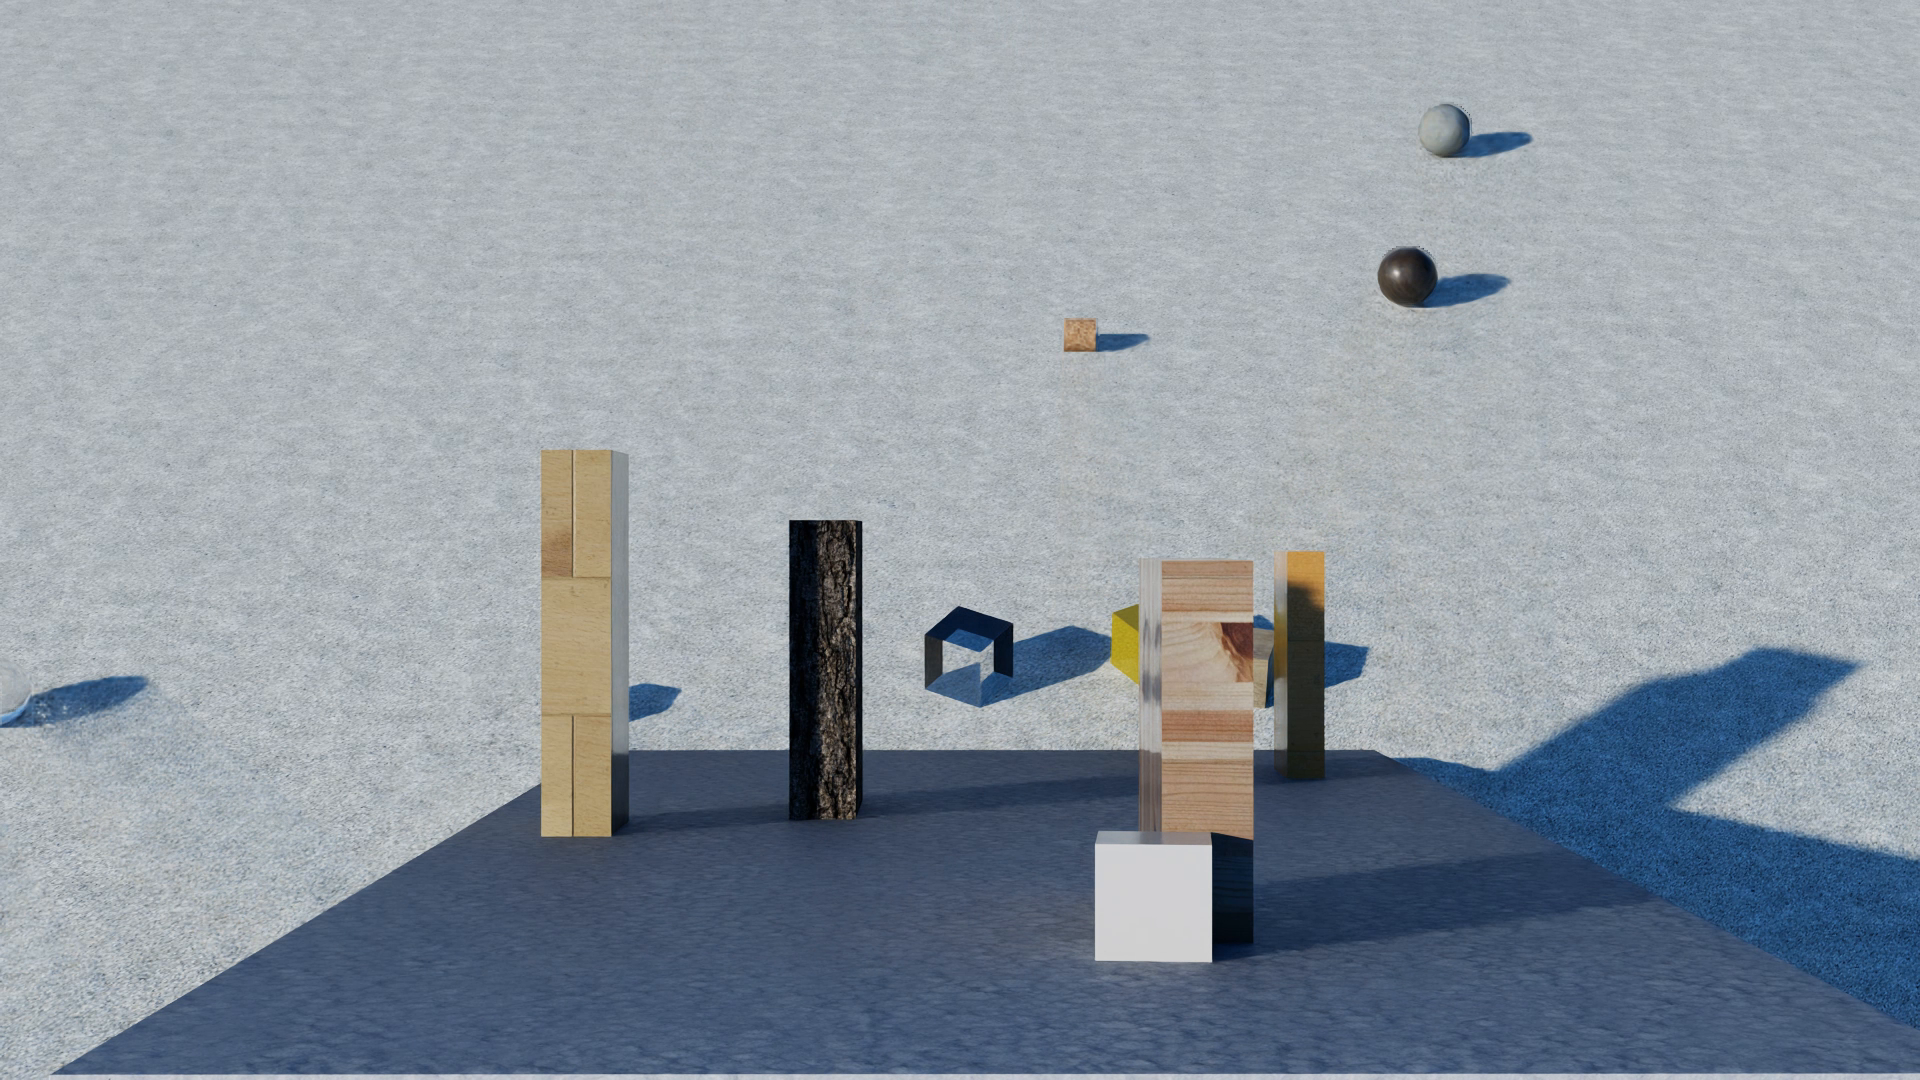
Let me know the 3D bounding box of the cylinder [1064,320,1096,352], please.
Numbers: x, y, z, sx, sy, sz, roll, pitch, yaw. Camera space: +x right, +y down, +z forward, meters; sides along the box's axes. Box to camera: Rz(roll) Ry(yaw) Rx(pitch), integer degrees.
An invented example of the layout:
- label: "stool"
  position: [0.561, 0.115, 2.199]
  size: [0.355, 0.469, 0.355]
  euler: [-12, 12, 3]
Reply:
- label: "cylinder"
  position: [0.413, -0.704, 8.897]
  size: [0.108, 0.108, 0.108]
  euler: [1, 30, 2]

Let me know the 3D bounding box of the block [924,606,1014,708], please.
- label: "block"
  position: [0.025, 0.317, 7.037]
  size: [0.176, 0.176, 0.176]
  euler: [17, 34, 27]

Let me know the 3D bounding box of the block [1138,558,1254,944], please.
- label: "block"
  position: [0.335, 0.286, 3.718]
  size: [0.124, 0.517, 0.440]
  euler: [0, 0, 0]

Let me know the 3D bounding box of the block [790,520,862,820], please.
- label: "block"
  position: [-0.268, 0.252, 5.212]
  size: [0.129, 0.581, 0.370]
  euler: [0, 0, 0]

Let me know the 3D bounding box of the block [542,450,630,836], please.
- label: "block"
  position: [-0.704, 0.189, 4.872]
  size: [0.128, 0.709, 0.259]
  euler: [0, 0, 0]

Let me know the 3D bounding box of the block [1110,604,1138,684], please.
- label: "block"
  position: [0.532, 0.283, 7.107]
  size: [0.165, 0.165, 0.165]
  euler: [-18, 34, -28]

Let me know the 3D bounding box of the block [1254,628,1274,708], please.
- label: "block"
  position: [0.769, 0.341, 7.016]
  size: [0.154, 0.154, 0.154]
  euler: [8, 31, 14]

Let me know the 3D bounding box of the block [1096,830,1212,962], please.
- label: "block"
  position: [0.257, 0.470, 3.424]
  size: [0.151, 0.151, 0.151]
  euler: [0, 0, 5]

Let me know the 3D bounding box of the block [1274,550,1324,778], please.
- label: "block"
  position: [0.784, 0.283, 5.985]
  size: [0.085, 0.514, 0.245]
  euler: [0, 0, 0]

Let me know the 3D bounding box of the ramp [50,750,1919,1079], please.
- label: "ramp"
  position: [0.066, 0.593, 4.648]
  size: [2.000, 0.100, 4.000]
  euler: [0, 0, 0]

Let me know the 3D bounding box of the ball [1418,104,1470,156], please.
- label: "ball"
  position: [1.961, -1.659, 10.474]
  size: [0.209, 0.209, 0.209]
  euler: [0, 30, 0]

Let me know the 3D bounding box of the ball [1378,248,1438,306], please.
- label: "ball"
  position: [1.592, -0.937, 9.205]
  size: [0.209, 0.209, 0.209]
  euler: [0, 30, 0]

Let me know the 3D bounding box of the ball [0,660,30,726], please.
- label: "ball"
  position: [-2.566, 0.405, 6.879]
  size: [0.178, 0.178, 0.178]
  euler: [0, 30, 0]
